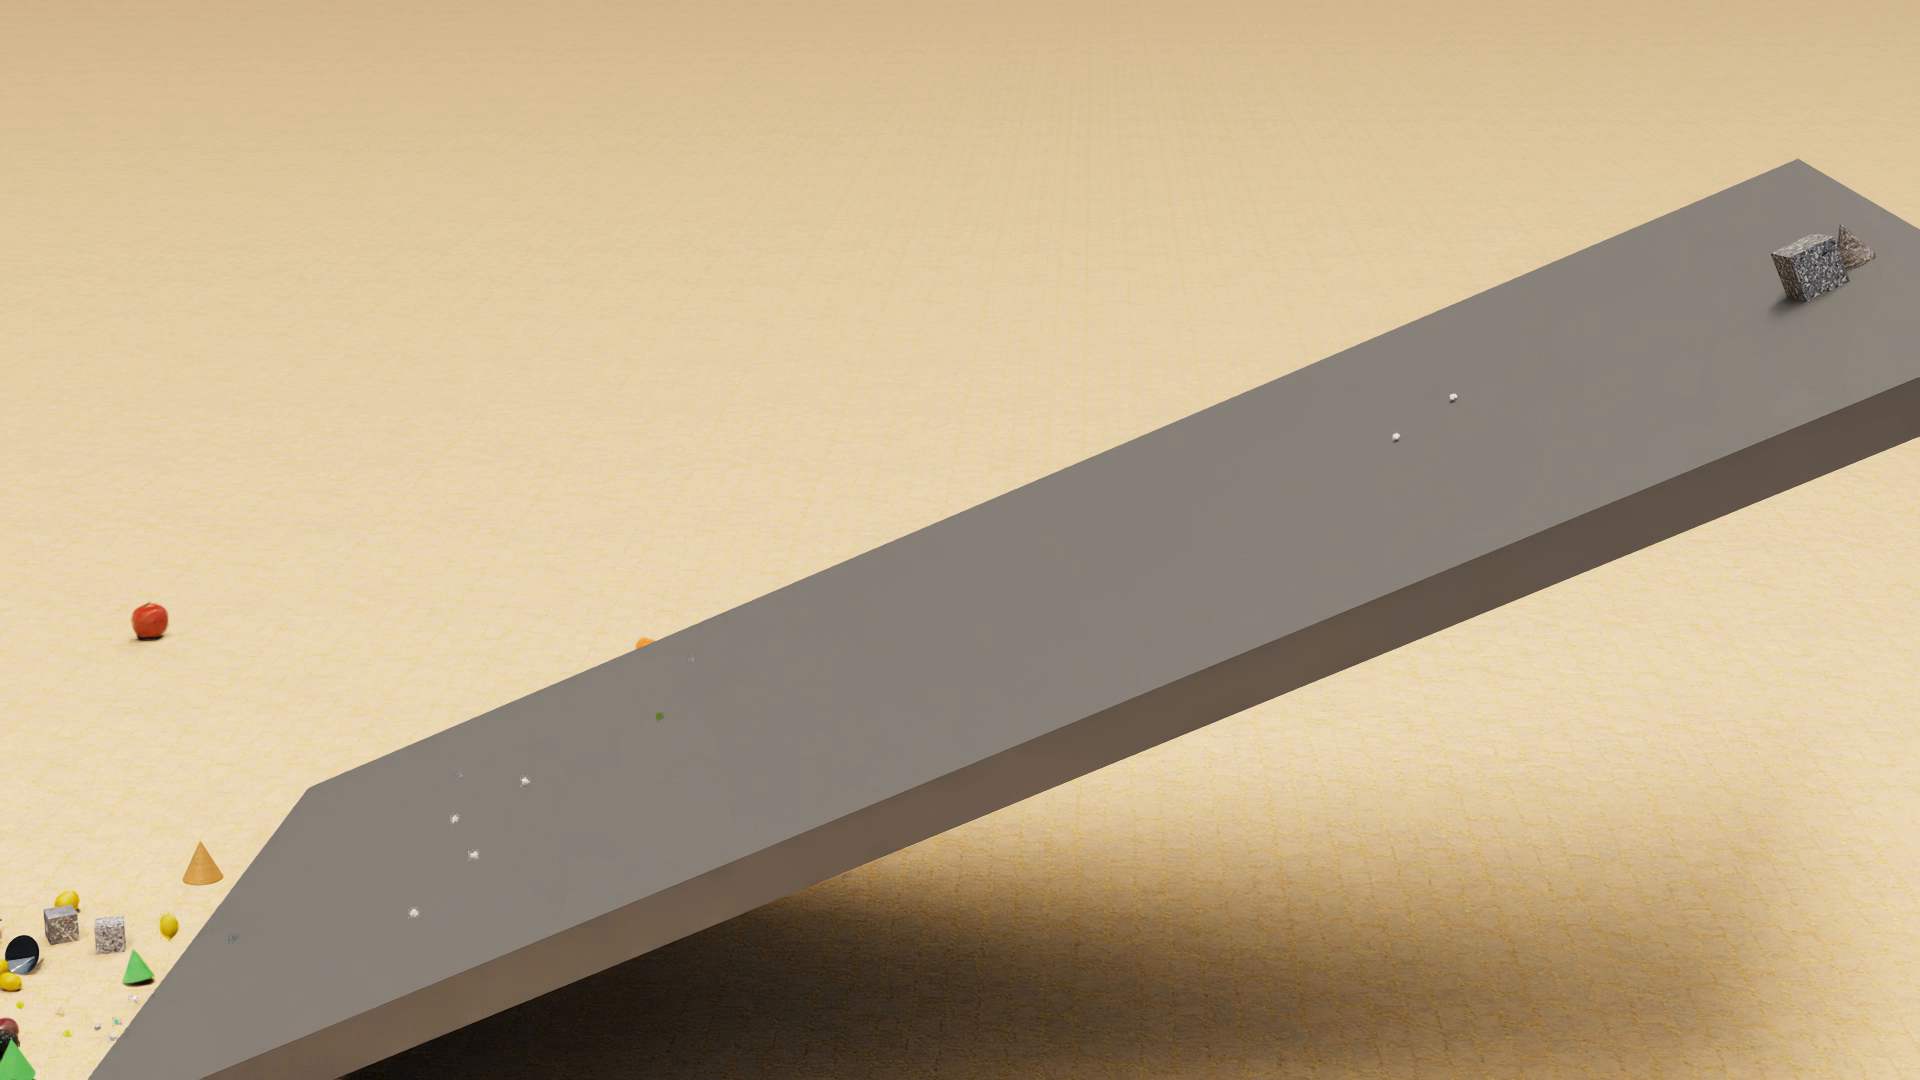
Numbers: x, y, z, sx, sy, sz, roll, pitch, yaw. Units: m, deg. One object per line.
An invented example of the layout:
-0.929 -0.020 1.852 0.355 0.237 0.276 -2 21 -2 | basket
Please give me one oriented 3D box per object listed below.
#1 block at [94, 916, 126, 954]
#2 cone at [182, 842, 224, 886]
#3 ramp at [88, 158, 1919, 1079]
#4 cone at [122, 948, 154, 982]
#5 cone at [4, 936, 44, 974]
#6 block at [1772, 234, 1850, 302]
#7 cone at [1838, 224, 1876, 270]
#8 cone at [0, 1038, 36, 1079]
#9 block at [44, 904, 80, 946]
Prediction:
-1.949 0.906 6.745 0.064 0.064 0.064 -4 16 -14 | block
-1.846 0.777 7.159 0.099 0.099 0.099 0 15 0 | cone
0.132 0.170 6.284 4.000 0.100 2.000 -23 13 8 | ramp
-1.840 0.944 6.567 0.070 0.070 0.070 -7 7 1 | cone
-2.098 0.942 6.657 0.089 0.089 0.089 5 -11 17 | cone
1.683 -0.540 5.824 0.096 0.096 0.096 -25 13 -2 | block
1.777 -0.595 5.889 0.088 0.088 0.088 -23 13 6 | cone
-1.961 1.071 6.091 0.085 0.085 0.085 0 15 0 | cone
-2.078 0.890 6.802 0.065 0.065 0.065 -8 17 -26 | block
